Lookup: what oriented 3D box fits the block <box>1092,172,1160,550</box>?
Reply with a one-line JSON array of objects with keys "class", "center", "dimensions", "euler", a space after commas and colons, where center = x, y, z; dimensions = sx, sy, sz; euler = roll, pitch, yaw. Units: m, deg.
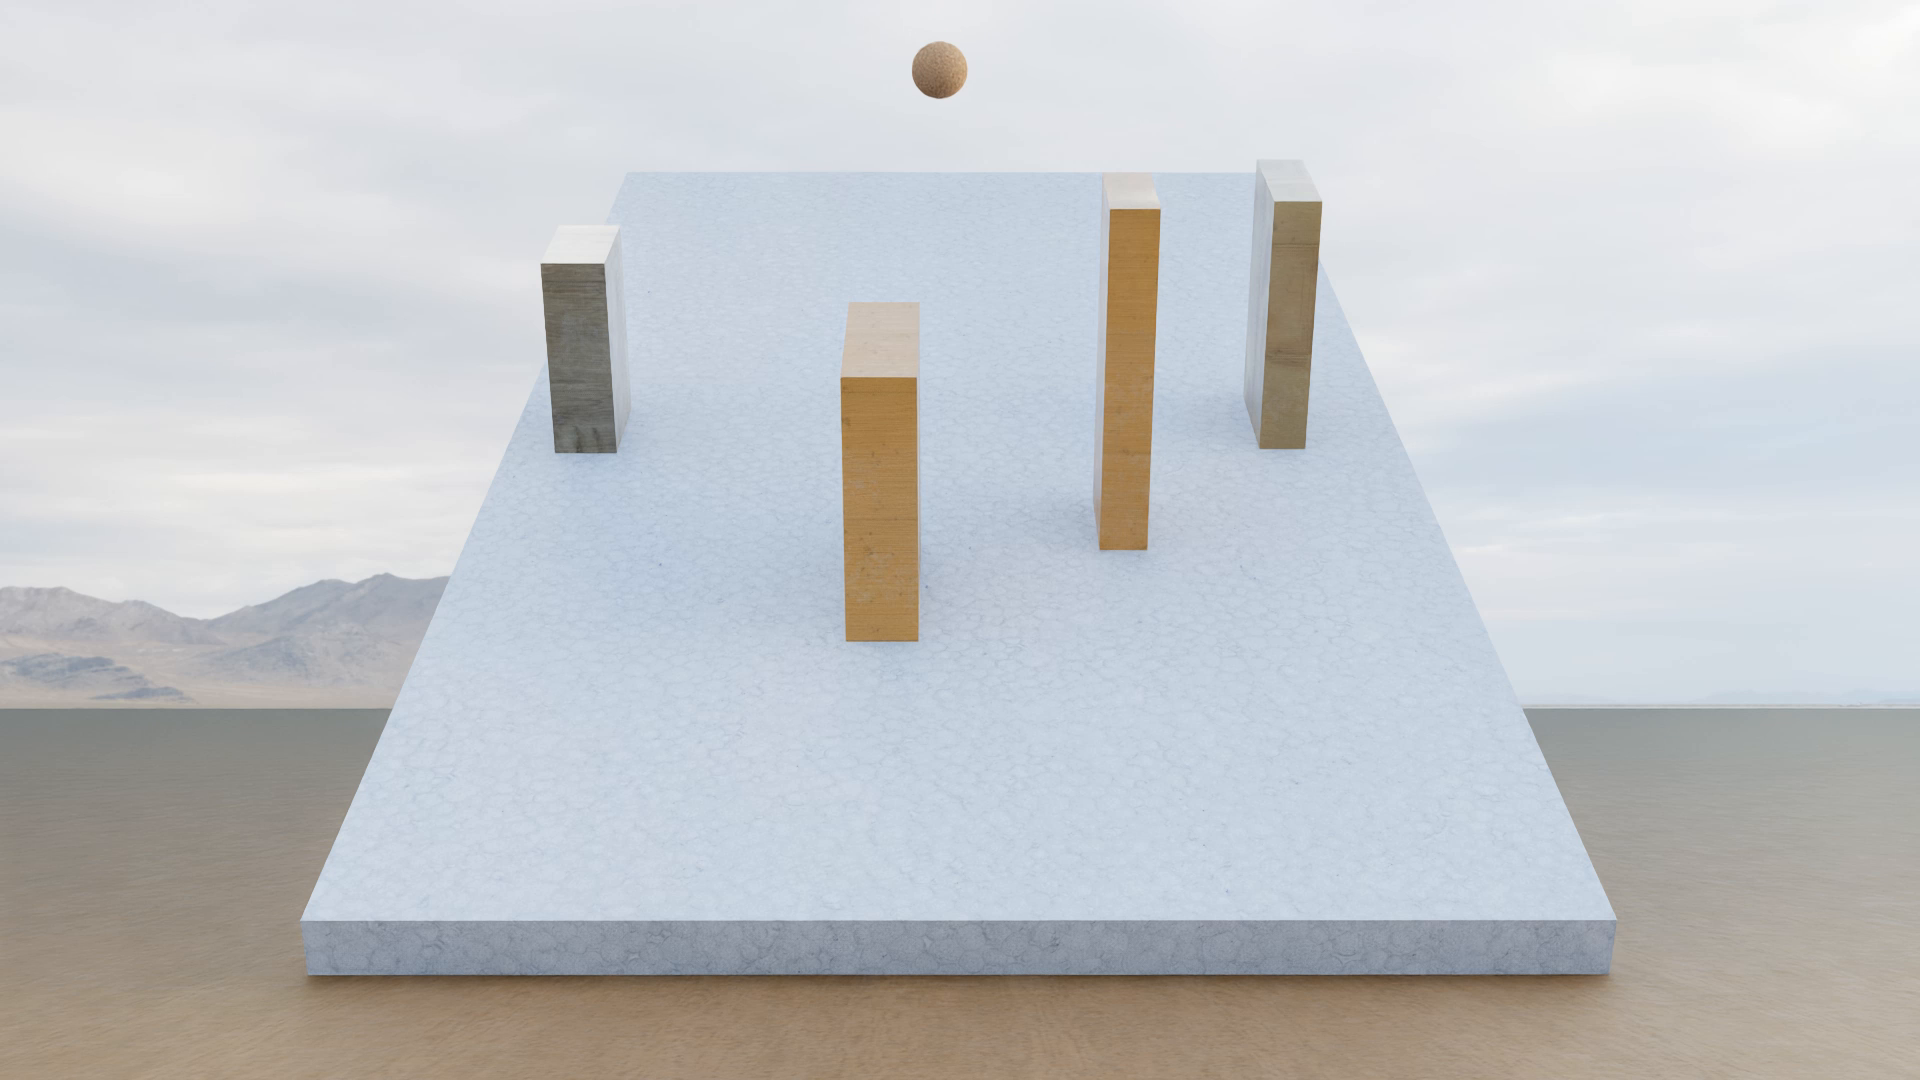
[{"class": "block", "center": [0.331, -0.356, 4.704], "dimensions": [0.097, 0.716, 0.246], "euler": [0, 25, 0]}]

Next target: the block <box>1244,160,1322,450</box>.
[{"class": "block", "center": [0.718, -0.529, 5.243], "dimensions": [0.102, 0.571, 0.319], "euler": [0, 25, 0]}]

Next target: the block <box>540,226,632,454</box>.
[{"class": "block", "center": [-0.828, -0.448, 5.217], "dimensions": [0.137, 0.440, 0.267], "euler": [0, 25, 0]}]

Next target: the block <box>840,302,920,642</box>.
[{"class": "block", "center": [-0.146, -0.134, 4.450], "dimensions": [0.136, 0.529, 0.398], "euler": [0, 25, 0]}]

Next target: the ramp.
[{"class": "ramp", "center": [-0.009, -0.229, 5.391], "dimensions": [2.000, 0.100, 4.000], "euler": [0, 25, 0]}]

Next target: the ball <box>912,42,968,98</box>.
[{"class": "ball", "center": [-0.058, -1.325, 6.609], "dimensions": [0.159, 0.159, 0.159], "euler": [0, -4, 0]}]
